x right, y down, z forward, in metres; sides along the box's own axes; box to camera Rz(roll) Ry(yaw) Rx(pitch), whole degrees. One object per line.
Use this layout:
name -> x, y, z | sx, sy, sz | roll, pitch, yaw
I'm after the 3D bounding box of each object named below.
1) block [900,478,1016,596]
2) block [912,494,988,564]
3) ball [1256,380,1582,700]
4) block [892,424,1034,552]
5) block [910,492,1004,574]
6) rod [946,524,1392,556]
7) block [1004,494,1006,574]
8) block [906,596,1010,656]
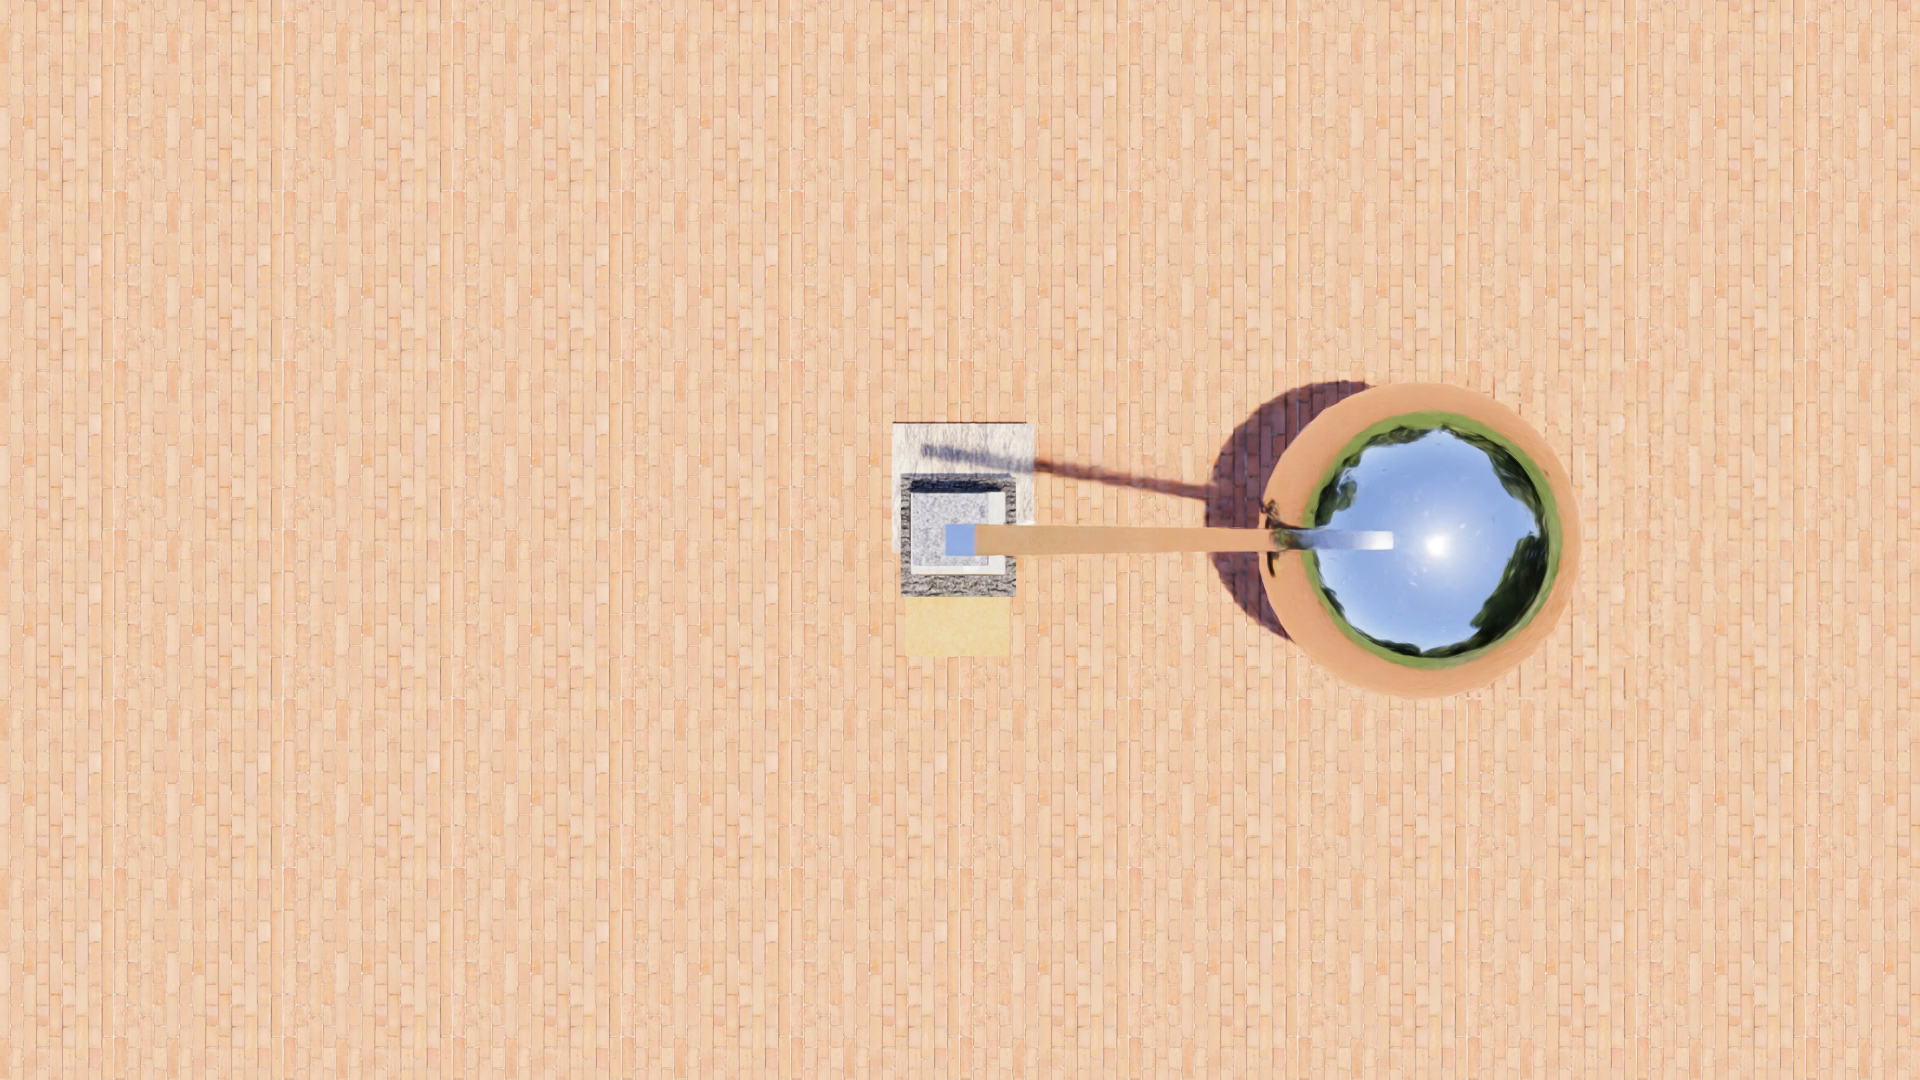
block -> -0.008, -0.008, 12.043 | 0.616, 0.595, 0.637 | 0, 89, 0
block -> -0.043, -0.051, 10.699 | 0.358, 0.372, 0.342 | 0, 89, 1
ball -> 2.295, 0.000, 11.049 | 1.600, 1.600, 1.600 | 0, 90, 0
block -> 0.015, -0.291, 12.674 | 0.798, 0.651, 0.725 | 0, 90, 0
block -> -0.008, -0.032, 11.078 | 0.464, 0.389, 0.403 | 0, 89, 1
rod -> 0.994, 0.000, 7.908 | 0.080, 5.200, 0.080 | 0, 90, 22
block -> 0.011, -0.023, 11.509 | 0.442, 0.473, 0.406 | 0, 89, 0
block -> -0.015, 0.367, 12.669 | 0.584, 0.662, 0.571 | 0, 90, 0
